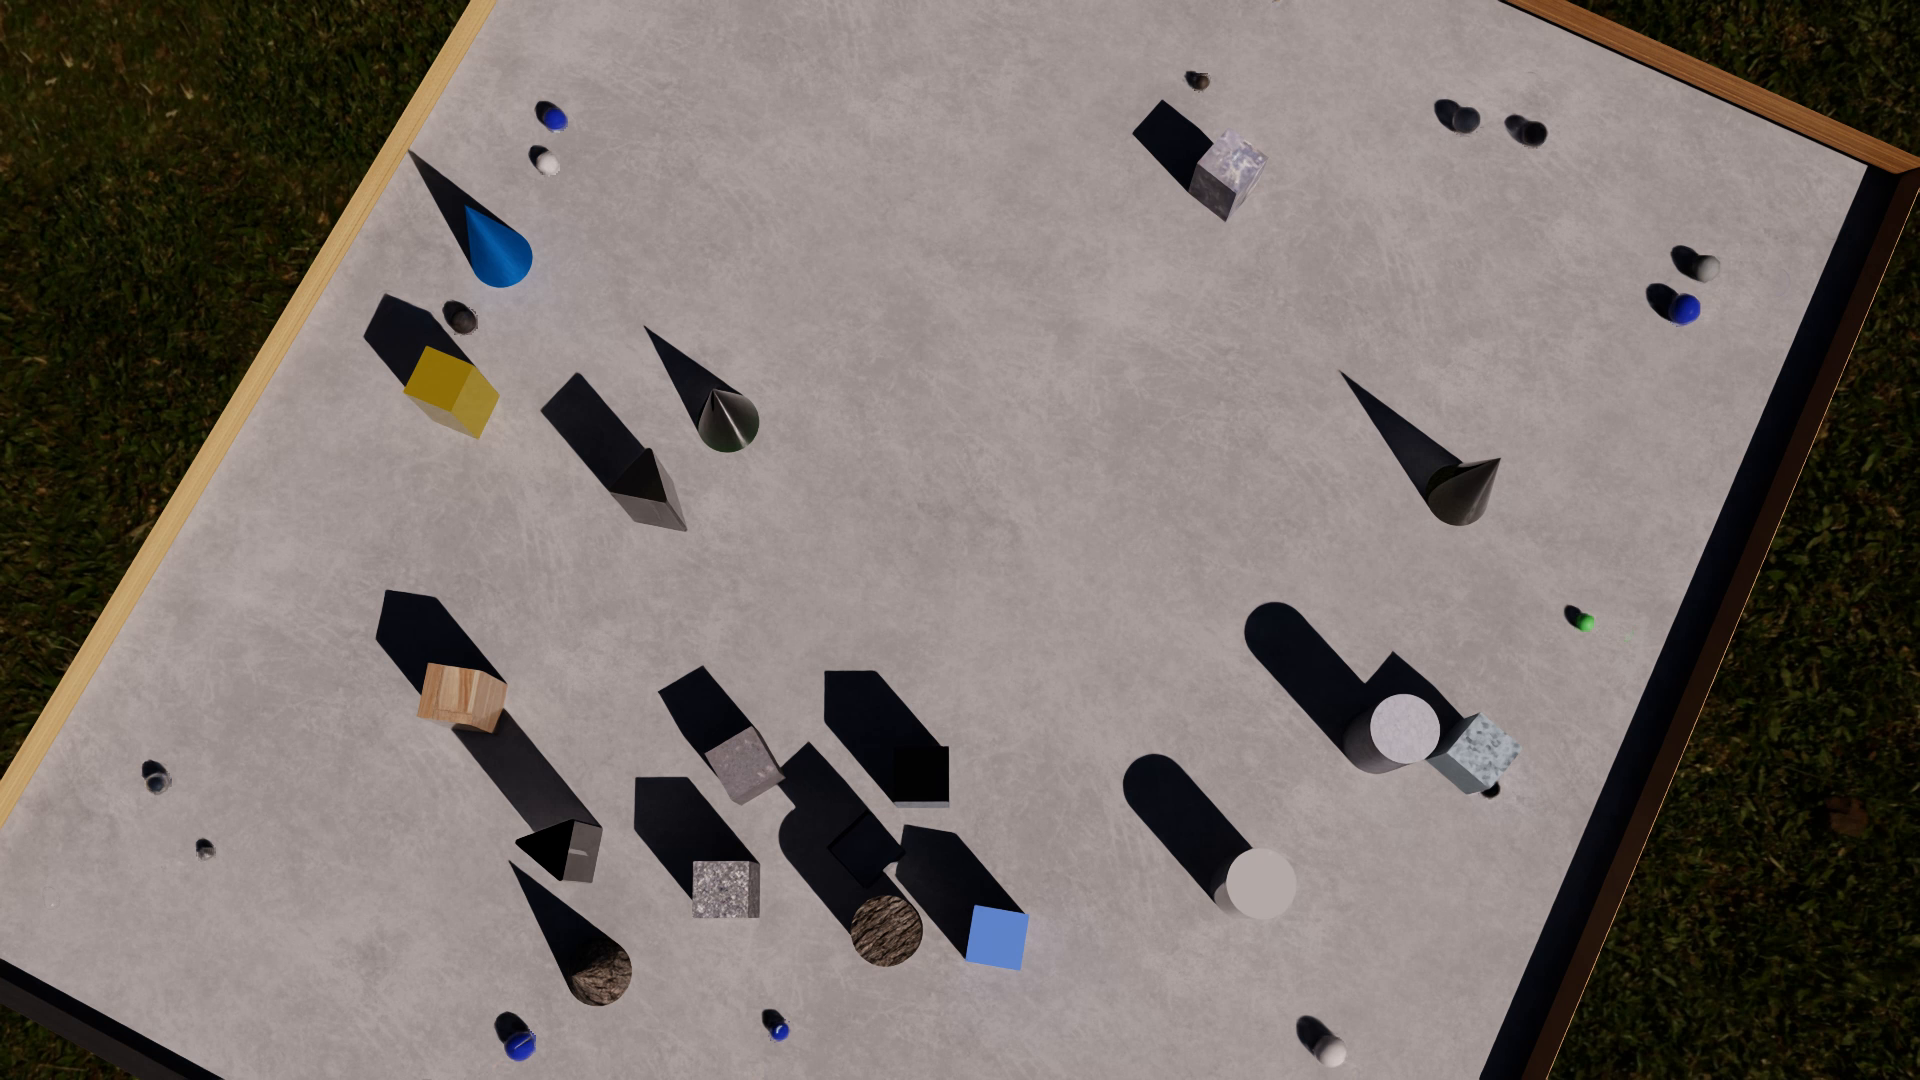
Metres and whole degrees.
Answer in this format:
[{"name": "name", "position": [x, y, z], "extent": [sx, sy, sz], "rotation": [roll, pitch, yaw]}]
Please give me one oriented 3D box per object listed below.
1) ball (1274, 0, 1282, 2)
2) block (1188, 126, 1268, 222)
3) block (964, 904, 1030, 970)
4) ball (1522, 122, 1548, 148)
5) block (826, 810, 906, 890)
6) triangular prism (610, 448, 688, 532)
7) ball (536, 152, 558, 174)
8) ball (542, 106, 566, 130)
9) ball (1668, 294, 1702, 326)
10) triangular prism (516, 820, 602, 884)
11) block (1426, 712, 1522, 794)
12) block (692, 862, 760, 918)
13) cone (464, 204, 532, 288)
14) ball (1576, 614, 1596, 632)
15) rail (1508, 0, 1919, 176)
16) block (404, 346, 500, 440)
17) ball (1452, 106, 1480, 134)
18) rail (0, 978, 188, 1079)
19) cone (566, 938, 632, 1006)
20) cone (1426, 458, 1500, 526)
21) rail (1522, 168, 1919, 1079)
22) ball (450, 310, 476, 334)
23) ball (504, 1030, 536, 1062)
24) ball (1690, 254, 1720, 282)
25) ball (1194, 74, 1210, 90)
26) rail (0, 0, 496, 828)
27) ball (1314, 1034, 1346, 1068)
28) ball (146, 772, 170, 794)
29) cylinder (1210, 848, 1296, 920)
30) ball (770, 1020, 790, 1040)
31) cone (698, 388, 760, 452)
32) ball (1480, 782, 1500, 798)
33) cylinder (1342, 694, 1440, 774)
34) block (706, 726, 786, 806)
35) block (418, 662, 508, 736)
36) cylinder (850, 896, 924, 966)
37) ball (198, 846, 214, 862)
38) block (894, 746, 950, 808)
[{"name": "ball", "position": [1.035, -1.782, 5.953], "extent": [0.064, 0.064, 0.064], "rotation": [0, 78, 0]}, {"name": "block", "position": [0.836, -1.140, 5.732], "extent": [0.156, 0.235, 0.156], "rotation": [40, 81, 8]}, {"name": "block", "position": [0.104, 1.136, 5.240], "extent": [0.156, 0.277, 0.156], "rotation": [9, 78, 2]}, {"name": "ball", "position": [1.832, -1.294, 5.843], "extent": [0.080, 0.080, 0.080], "rotation": [0, 78, 0]}, {"name": "block", "position": [-0.267, 0.898, 5.301], "extent": [0.156, 0.253, 0.156], "rotation": [-43, 81, -8]}, {"name": "triangular prism", "position": [-0.905, -0.154, 5.442], "extent": [0.168, 0.404, 0.146], "rotation": [11, 79, 2]}, {"name": "ball", "position": [-1.312, -1.199, 5.828], "extent": [0.071, 0.071, 0.071], "rotation": [0, 78, 0]}, {"name": "ball", "position": [-1.296, -1.346, 5.857], "extent": [0.074, 0.074, 0.074], "rotation": [0, 78, 0]}, {"name": "ball", "position": [2.260, -0.719, 5.716], "extent": [0.097, 0.097, 0.097], "rotation": [0, 78, 0]}, {"name": "triangular prism", "position": [-1.108, 0.866, 5.227], "extent": [0.168, 0.412, 0.146], "rotation": [39, 81, 7]}, {"name": "block", "position": [1.502, 0.627, 5.361], "extent": [0.156, 0.247, 0.156], "rotation": [41, 81, 8]}, {"name": "block", "position": [-0.668, 1.005, 5.256], "extent": [0.156, 0.299, 0.156], "rotation": [0, 78, 0]}, {"name": "cone", "position": [-1.450, -0.936, 5.582], "extent": [0.194, 0.447, 0.194], "rotation": [0, 78, 0]}, {"name": "ball", "position": [1.890, 0.251, 5.537], "extent": [0.055, 0.055, 0.055], "rotation": [0, 78, 0]}, {"name": "rail", "position": [1.076, -2.102, 5.986], "extent": [4.359, 0.126, 0.045], "rotation": [26, 80, 5]}, {"name": "block", "position": [-1.534, -0.442, 5.546], "extent": [0.156, 0.318, 0.156], "rotation": [22, 79, 5]}, {"name": "ball", "position": [1.616, -1.339, 5.848], "extent": [0.088, 0.088, 0.088], "rotation": [0, 78, 0]}, {"name": "rail", "position": [-1.076, 2.115, 5.113], "extent": [4.359, 0.126, 0.045], "rotation": [26, 80, 5]}, {"name": "cone", "position": [-1.056, 1.224, 5.170], "extent": [0.194, 0.378, 0.194], "rotation": [0, 78, 0]}, {"name": "cone", "position": [1.532, -0.186, 5.415], "extent": [0.194, 0.469, 0.194], "rotation": [0, 78, 0]}, {"name": "rail", "position": [1.928, 0.951, 5.354], "extent": [0.045, 0.126, 4.862], "rotation": [26, 80, 5]}, {"name": "ball", "position": [-1.550, -0.681, 5.717], "extent": [0.078, 0.078, 0.078], "rotation": [0, 78, 0]}, {"name": "ball", "position": [-1.266, 1.455, 5.271], "extent": [0.086, 0.086, 0.086], "rotation": [0, 78, 0]}, {"name": "ball", "position": [2.338, -0.851, 5.748], "extent": [0.088, 0.088, 0.088], "rotation": [0, 78, 0]}, {"name": "ball", "position": [0.778, -1.472, 5.896], "extent": [0.050, 0.050, 0.050], "rotation": [0, 78, 0]}, {"name": "rail", "position": [-1.928, -0.937, 5.745], "extent": [0.045, 0.126, 4.862], "rotation": [26, 80, 5]}, {"name": "ball", "position": [1.065, 1.469, 5.267], "extent": [0.090, 0.090, 0.090], "rotation": [0, 78, 0]}, {"name": "ball", "position": [-2.379, 0.722, 5.433], "extent": [0.067, 0.067, 0.067], "rotation": [0, 78, 0]}, {"name": "cylinder", "position": [0.835, 0.986, 5.240], "extent": [0.194, 0.339, 0.194], "rotation": [0, 78, 0]}, {"name": "ball", "position": [-0.521, 1.418, 5.294], "extent": [0.056, 0.056, 0.056], "rotation": [0, 78, 0]}, {"name": "cone", "position": [-0.720, -0.403, 5.511], "extent": [0.194, 0.369, 0.194], "rotation": [0, 78, 0]}, {"name": "ball", "position": [1.570, 0.737, 5.433], "extent": [0.060, 0.060, 0.060], "rotation": [0, 78, 0]}, {"name": "cylinder", "position": [1.243, 0.565, 5.305], "extent": [0.194, 0.381, 0.194], "rotation": [0, 78, 0]}, {"name": "block", "position": [-0.624, 0.662, 5.356], "extent": [0.156, 0.242, 0.156], "rotation": [-30, 80, -6]}, {"name": "block", "position": [-1.451, 0.468, 5.360], "extent": [0.156, 0.313, 0.156], "rotation": [8, 78, 2]}, {"name": "cylinder", "position": [-0.205, 1.113, 5.225], "extent": [0.194, 0.316, 0.194], "rotation": [0, 78, 0]}, {"name": "ball", "position": [-2.220, 0.926, 5.402], "extent": [0.044, 0.044, 0.044], "rotation": [0, 78, 0]}, {"name": "block", "position": [-0.109, 0.691, 5.321], "extent": [0.156, 0.298, 0.156], "rotation": [0, 78, 0]}]
